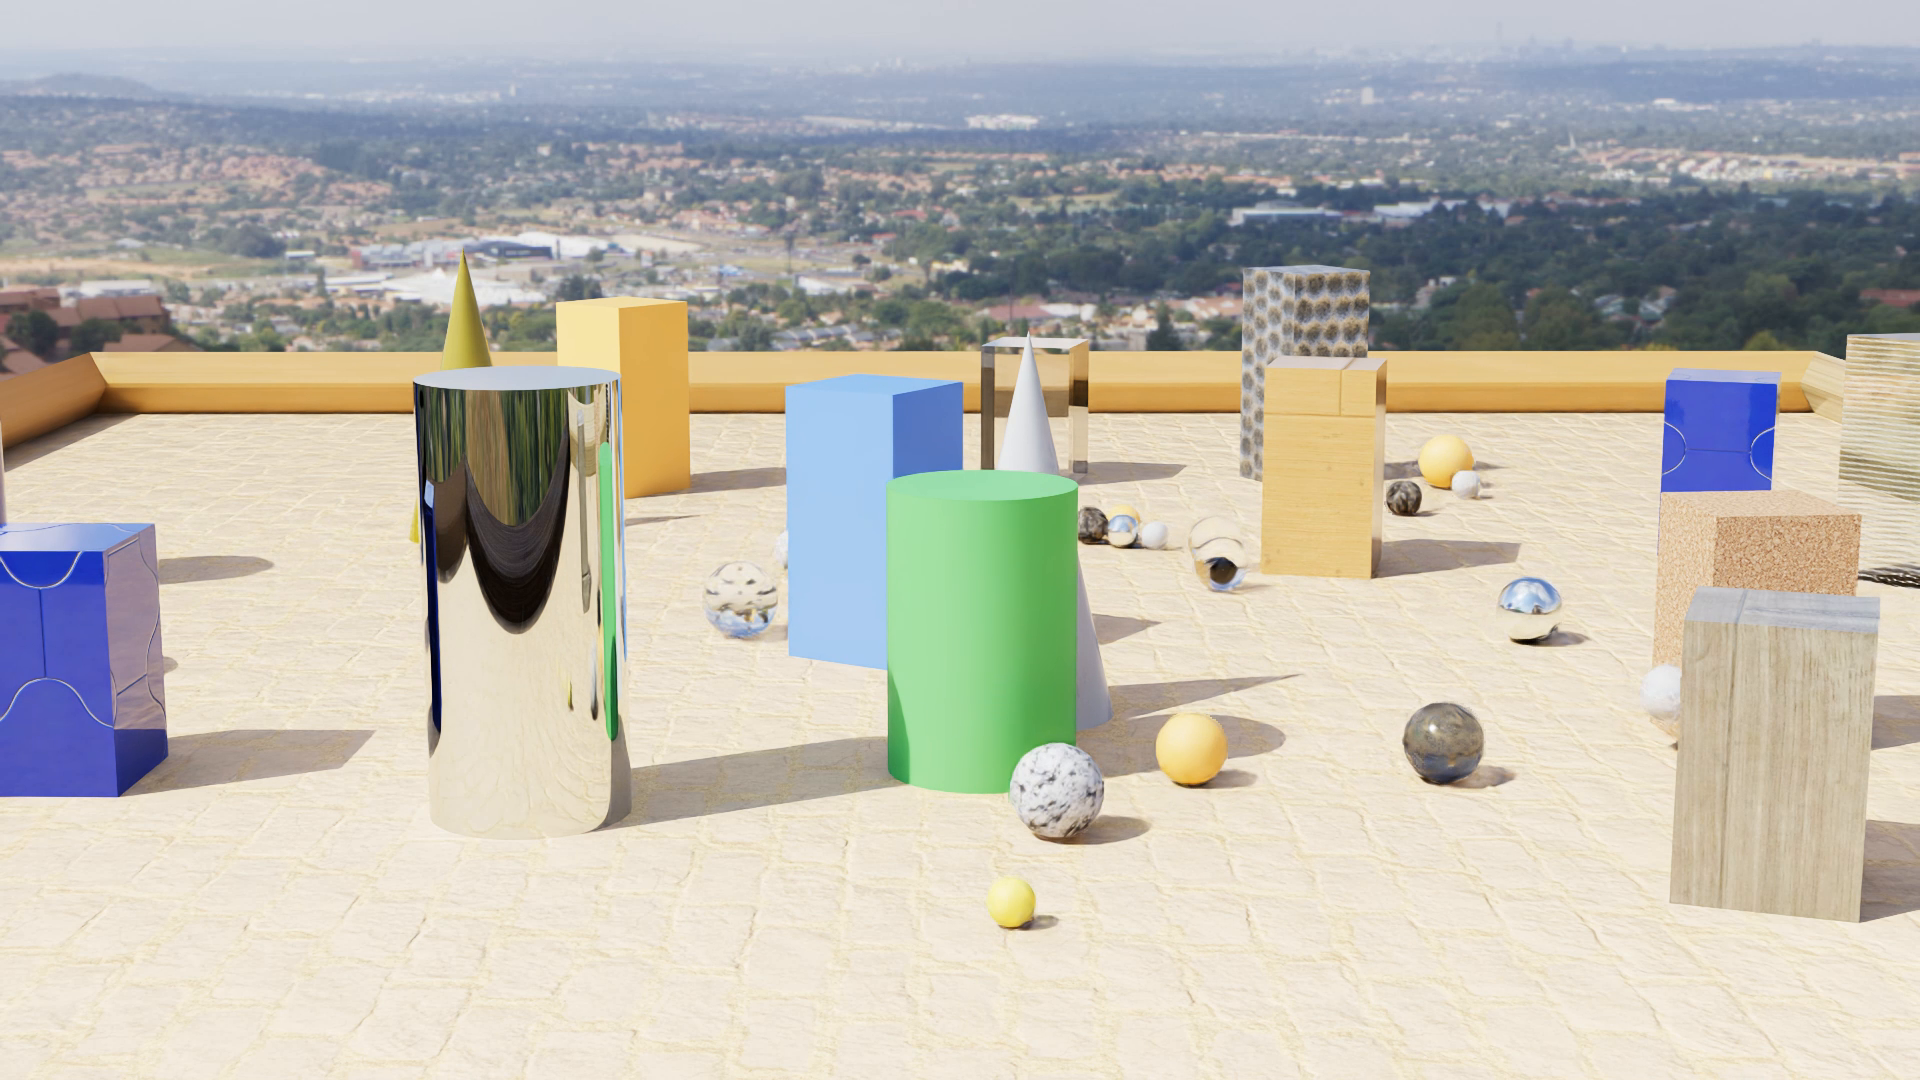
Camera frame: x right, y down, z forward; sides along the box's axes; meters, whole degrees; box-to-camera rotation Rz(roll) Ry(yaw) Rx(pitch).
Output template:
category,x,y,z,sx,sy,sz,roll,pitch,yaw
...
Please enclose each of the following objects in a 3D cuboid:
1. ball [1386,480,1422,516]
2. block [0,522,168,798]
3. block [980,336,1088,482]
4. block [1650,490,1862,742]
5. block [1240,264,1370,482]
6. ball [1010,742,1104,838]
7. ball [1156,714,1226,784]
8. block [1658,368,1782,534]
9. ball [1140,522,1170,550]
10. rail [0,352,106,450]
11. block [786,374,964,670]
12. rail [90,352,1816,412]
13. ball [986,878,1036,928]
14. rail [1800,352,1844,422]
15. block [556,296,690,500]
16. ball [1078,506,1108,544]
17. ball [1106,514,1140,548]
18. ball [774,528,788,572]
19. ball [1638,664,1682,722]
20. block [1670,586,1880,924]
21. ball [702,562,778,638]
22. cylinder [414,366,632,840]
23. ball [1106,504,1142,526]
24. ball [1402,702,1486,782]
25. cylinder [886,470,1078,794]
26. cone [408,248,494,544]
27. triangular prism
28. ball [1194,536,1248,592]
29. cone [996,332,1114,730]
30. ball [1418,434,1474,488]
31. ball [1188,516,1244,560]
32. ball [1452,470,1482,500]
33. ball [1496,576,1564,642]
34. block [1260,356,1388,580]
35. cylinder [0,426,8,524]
category,x,y,z,sx,sy,sz,roll,pitch,yaw
ball,0.726,-0.069,4.197,0.059,0.059,0.059,0,10,0
block,-0.926,0.121,2.640,0.158,0.253,0.158,0,10,1
block,0.134,-0.230,4.557,0.158,0.243,0.158,3,11,15
block,0.861,0.089,2.788,0.158,0.261,0.158,-1,11,-6
block,0.608,-0.291,4.534,0.158,0.373,0.158,-5,12,-27
ball,0.093,0.239,2.447,0.090,0.090,0.090,0,10,0
ball,0.237,0.214,2.629,0.073,0.073,0.073,0,10,0
block,1.150,-0.116,3.883,0.158,0.266,0.158,4,11,19
ball,0.297,-0.006,3.900,0.043,0.043,0.043,0,10,0
rail,-1.802,0.035,3.439,0.045,0.128,4.037,0,10,0
block,-0.105,-0.026,3.198,0.158,0.338,0.158,7,12,32
rail,-0.011,-0.330,5.410,3.651,0.128,0.045,0,10,0
ball,0.044,0.310,2.195,0.043,0.043,0.043,0,10,0
rail,1.802,0.031,3.459,0.045,0.128,4.037,0,10,0
block,-0.581,-0.249,4.436,0.158,0.325,0.158,9,14,40
ball,0.200,-0.023,3.952,0.057,0.057,0.057,0,10,0
ball,0.249,-0.014,3.918,0.052,0.052,0.052,0,10,0
ball,-0.229,0.015,3.696,0.077,0.077,0.077,0,10,0
ball,0.757,0.164,2.739,0.061,0.061,0.061,0,10,0
block,0.726,0.186,2.282,0.158,0.255,0.158,4,11,20
ball,-0.283,0.077,3.300,0.099,0.099,0.099,0,10,0
cylinder,-0.424,0.056,2.500,0.198,0.431,0.198,0,10,0
ball,0.254,-0.027,3.982,0.055,0.055,0.055,0,10,0
ball,0.497,0.208,2.636,0.083,0.083,0.083,0,10,0
cylinder,0.023,0.091,2.666,0.198,0.301,0.198,0,10,0
cone,-0.763,-0.229,3.979,0.198,0.452,0.198,0,10,0
triangular prism,1.371,-0.117,3.662,0.148,0.348,0.171,-9,14,-41
ball,0.366,0.034,3.595,0.076,0.076,0.076,0,10,0
cone,0.076,-0.018,2.884,0.198,0.437,0.198,0,10,0
ball,0.847,-0.137,4.470,0.093,0.093,0.093,0,10,0
ball,0.373,0.005,3.739,0.081,0.081,0.081,0,10,0
ball,0.860,-0.094,4.357,0.050,0.050,0.050,0,10,0
ball,0.727,0.089,3.274,0.085,0.085,0.085,0,10,0
block,0.533,-0.109,3.748,0.158,0.301,0.158,3,11,14
cylinder,-1.431,-0.128,3.553,0.198,0.410,0.198,0,10,0
